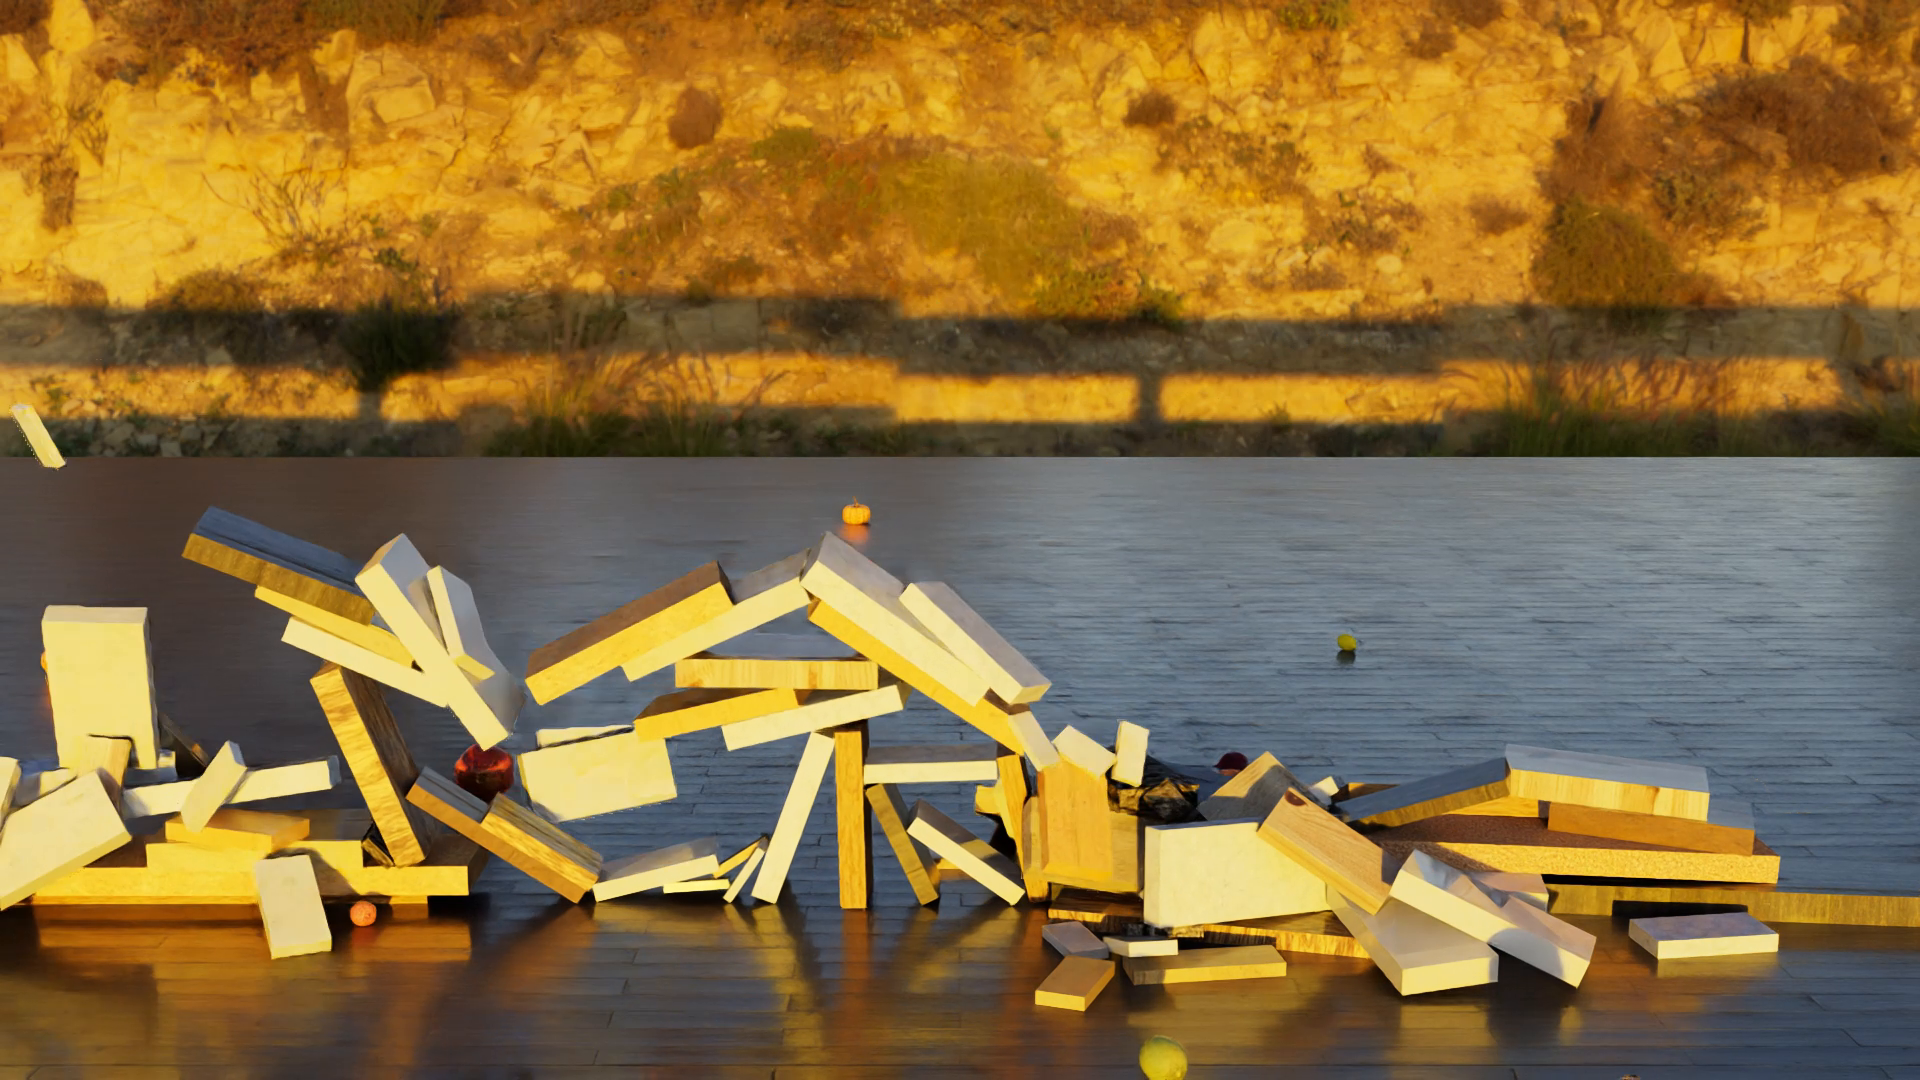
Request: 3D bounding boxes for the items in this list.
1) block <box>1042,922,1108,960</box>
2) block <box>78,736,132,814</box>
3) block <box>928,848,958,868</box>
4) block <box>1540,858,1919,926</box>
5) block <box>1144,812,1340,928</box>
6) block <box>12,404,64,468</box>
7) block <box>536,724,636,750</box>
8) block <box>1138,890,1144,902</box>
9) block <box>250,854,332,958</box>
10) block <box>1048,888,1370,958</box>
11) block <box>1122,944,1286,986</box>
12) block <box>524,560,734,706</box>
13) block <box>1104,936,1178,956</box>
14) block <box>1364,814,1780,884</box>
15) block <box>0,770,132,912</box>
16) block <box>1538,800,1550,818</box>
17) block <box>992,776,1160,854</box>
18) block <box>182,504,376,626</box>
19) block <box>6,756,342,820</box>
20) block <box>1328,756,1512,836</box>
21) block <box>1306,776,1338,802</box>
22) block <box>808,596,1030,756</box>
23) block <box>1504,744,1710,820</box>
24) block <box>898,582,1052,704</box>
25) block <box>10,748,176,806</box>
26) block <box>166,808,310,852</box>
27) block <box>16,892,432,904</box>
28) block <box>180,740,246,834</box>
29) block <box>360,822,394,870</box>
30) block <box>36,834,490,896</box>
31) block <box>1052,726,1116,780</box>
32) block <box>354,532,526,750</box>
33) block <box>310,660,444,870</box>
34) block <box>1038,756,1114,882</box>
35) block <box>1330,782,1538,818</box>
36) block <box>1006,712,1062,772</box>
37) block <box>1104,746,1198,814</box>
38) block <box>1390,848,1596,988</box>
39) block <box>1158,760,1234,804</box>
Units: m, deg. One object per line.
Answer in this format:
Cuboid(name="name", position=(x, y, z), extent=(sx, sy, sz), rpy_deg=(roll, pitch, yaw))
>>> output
Cuboid(name="block", position=(0.179, 0.626, 3.427), extent=(0.062, 0.017, 0.123), rpy_deg=(-4, 11, -19))
Cuboid(name="block", position=(-1.394, 0.392, 3.569), extent=(0.069, 0.139, 0.020), rpy_deg=(5, -17, -6))
Cuboid(name="block", position=(-0.020, 0.553, 3.823), extent=(0.123, 0.017, 0.062), rpy_deg=(0, 11, -1))
Cuboid(name="block", position=(1.662, 0.581, 3.583), extent=(1.426, 0.049, 0.173), rpy_deg=(1, 11, 6))
Cuboid(name="block", position=(0.445, 0.514, 3.444), extent=(0.344, 0.150, 0.043), rpy_deg=(-1, 3, -29))
Cuboid(name="block", position=(-1.632, -0.184, 3.894), extent=(0.059, 0.119, 0.017), rpy_deg=(8, 37, 45))
Cuboid(name="block", position=(-0.650, 0.374, 3.854), extent=(0.176, 0.088, 0.025), rpy_deg=(-1, -12, -29))
Cuboid(name="block", position=(0.336, 0.550, 3.435), extent=(0.103, 0.052, 0.015), rpy_deg=(-25, -9, -20))
Cuboid(name="block", position=(-1.048, 0.572, 3.443), extent=(0.088, 0.025, 0.176), rpy_deg=(-4, 43, -29))
Cuboid(name="block", position=(0.458, 0.609, 3.481), extent=(0.627, 0.030, 0.108), rpy_deg=(3, 11, 15))
Cuboid(name="block", position=(0.369, 0.643, 3.328), extent=(0.235, 0.021, 0.075), rpy_deg=(-2, 11, -9))
Cuboid(name="block", position=(-0.528, 0.145, 3.525), extent=(0.340, 0.048, 0.170), rpy_deg=(-27, 14, -2))
Cuboid(name="block", position=(0.273, 0.617, 3.346), extent=(0.075, 0.021, 0.149), rpy_deg=(-1, -6, -11))
Cuboid(name="block", position=(0.989, 0.505, 3.636), extent=(0.677, 0.045, 0.160), rpy_deg=(3, 10, -2))
Cuboid(name="block", position=(-1.497, 0.505, 3.462), extent=(0.348, 0.036, 0.126), rpy_deg=(-30, 63, -18))
Cuboid(name="block", position=(1.155, 0.495, 4.044), extent=(0.173, 0.049, 0.347), rpy_deg=(4, 11, 18))
Cuboid(name="block", position=(0.231, 0.489, 3.764), extent=(0.328, 0.164, 0.047), rpy_deg=(5, 45, 26))
Cuboid(name="block", position=(-1.077, 0.041, 3.526), extent=(0.302, 0.043, 0.151), rpy_deg=(22, 13, -13))
Cuboid(name="block", position=(-1.418, 0.440, 3.651), extent=(0.740, 0.046, 0.163), rpy_deg=(-8, -1, -10))
Cuboid(name="block", position=(0.709, 0.435, 3.589), extent=(0.380, 0.028, 0.099), rpy_deg=(-19, 11, 19))
Cuboid(name="block", position=(0.527, 0.456, 3.670), extent=(0.198, 0.028, 0.099), rpy_deg=(-25, -7, -15))
Cuboid(name="block", position=(-0.063, 0.200, 3.608), extent=(0.416, 0.046, 0.162), rpy_deg=(34, 10, -11))
Cuboid(name="block", position=(1.083, 0.406, 3.700), extent=(0.328, 0.047, 0.164), rpy_deg=(6, 11, 16))
Cuboid(name="block", position=(0.025, 0.164, 3.534), extent=(0.253, 0.036, 0.126), rpy_deg=(43, 15, 18))
Cuboid(name="block", position=(-1.509, 0.397, 3.694), extent=(0.327, 0.046, 0.163), rpy_deg=(-7, 5, -39))
Cuboid(name="block", position=(-1.167, 0.467, 3.555), extent=(0.200, 0.028, 0.100), rpy_deg=(4, 10, 18))
Cuboid(name="block", position=(-1.352, 0.576, 3.666), extent=(0.948, 0.028, 0.100), rpy_deg=(0, 11, 0))
Cuboid(name="block", position=(-1.192, 0.395, 3.510), extent=(0.020, 0.139, 0.069), rpy_deg=(31, 10, -39))
Cuboid(name="block", position=(-0.942, 0.496, 3.603), extent=(0.017, 0.059, 0.119), rpy_deg=(-41, 10, 4))
Cuboid(name="block", position=(-1.151, 0.539, 3.656), extent=(0.700, 0.048, 0.171), rpy_deg=(0, 11, -1))
Cuboid(name="block", position=(0.199, 0.343, 3.548), extent=(0.098, 0.014, 0.049), rpy_deg=(31, 61, 24))
Cuboid(name="block", position=(-0.827, 0.161, 3.519), extent=(0.048, 0.340, 0.170), rpy_deg=(-32, 14, 8))
Cuboid(name="block", position=(-0.953, 0.353, 3.605), extent=(0.048, 0.341, 0.171), rpy_deg=(-21, 11, 1))
Cuboid(name="block", position=(0.183, 0.439, 3.511), extent=(0.108, 0.030, 0.215), rpy_deg=(12, 47, -15))
Cuboid(name="block", position=(0.814, 0.456, 3.787), extent=(0.320, 0.045, 0.160), rpy_deg=(2, -13, -1))
Cuboid(name="block", position=(0.117, 0.319, 3.496), extent=(0.049, 0.098, 0.014), rpy_deg=(-9, -31, -49))
Cuboid(name="block", position=(0.276, 0.400, 3.692), extent=(0.139, 0.039, 0.277), rpy_deg=(-2, 9, -20))
Cuboid(name="block", position=(0.809, 0.570, 3.336), extent=(0.301, 0.043, 0.150), rpy_deg=(25, 12, 16))
Cuboid(name="block", position=(0.367, 0.432, 3.793), extent=(0.277, 0.039, 0.139), rpy_deg=(9, 19, 35))
